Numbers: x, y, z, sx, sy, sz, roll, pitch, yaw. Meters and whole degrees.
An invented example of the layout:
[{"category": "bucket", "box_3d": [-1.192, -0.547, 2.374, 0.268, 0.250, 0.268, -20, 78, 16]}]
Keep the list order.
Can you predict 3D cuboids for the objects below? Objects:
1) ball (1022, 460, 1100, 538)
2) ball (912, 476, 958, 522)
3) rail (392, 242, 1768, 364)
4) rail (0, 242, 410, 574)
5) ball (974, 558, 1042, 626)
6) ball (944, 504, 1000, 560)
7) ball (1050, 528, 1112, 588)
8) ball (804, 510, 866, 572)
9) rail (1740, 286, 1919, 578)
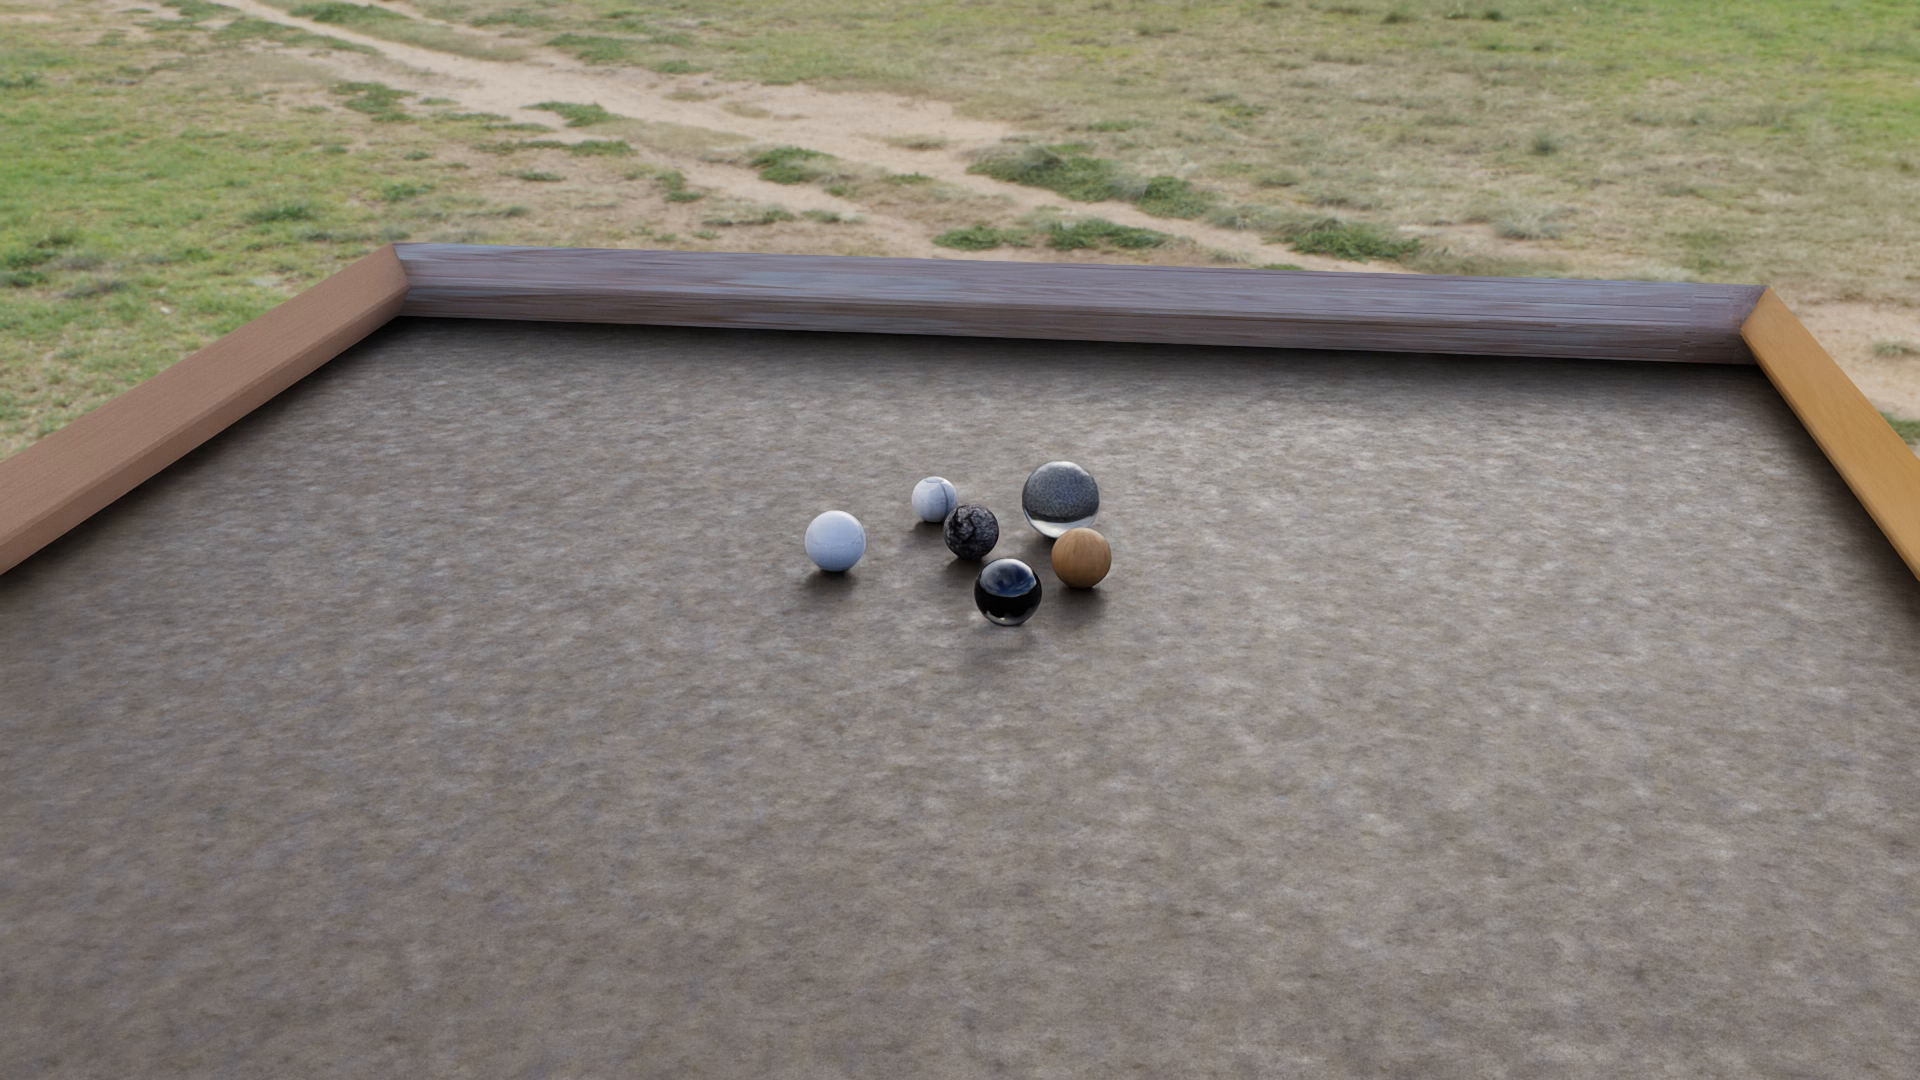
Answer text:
[{"category": "ball", "box_3d": [0.127, -0.051, 2.766, 0.099, 0.099, 0.099, 0, 20, 0]}, {"category": "ball", "box_3d": [-0.033, -0.052, 2.828, 0.059, 0.059, 0.059, 0, 20, 0]}, {"category": "rail", "box_3d": [0.149, -0.391, 3.649, 2.294, 0.129, 0.045, 3, 20, 8]}, {"category": "rail", "box_3d": [-1.265, 0.293, 1.781, 0.045, 0.129, 4.380, 3, 20, 8]}, {"category": "ball", "box_3d": [0.054, 0.059, 2.498, 0.078, 0.078, 0.078, 0, 20, 0]}, {"category": "ball", "box_3d": [0.014, -0.011, 2.701, 0.069, 0.069, 0.069, 0, 20, 0]}, {"category": "ball", "box_3d": [0.144, 0.021, 2.609, 0.072, 0.072, 0.072, 0, 20, 0]}, {"category": "ball", "box_3d": [-0.151, 0.001, 2.660, 0.075, 0.075, 0.075, 0, 20, 0]}, {"category": "rail", "box_3d": [0.960, 0.401, 1.488, 0.045, 0.129, 4.380, 3, 20, 8]}]
